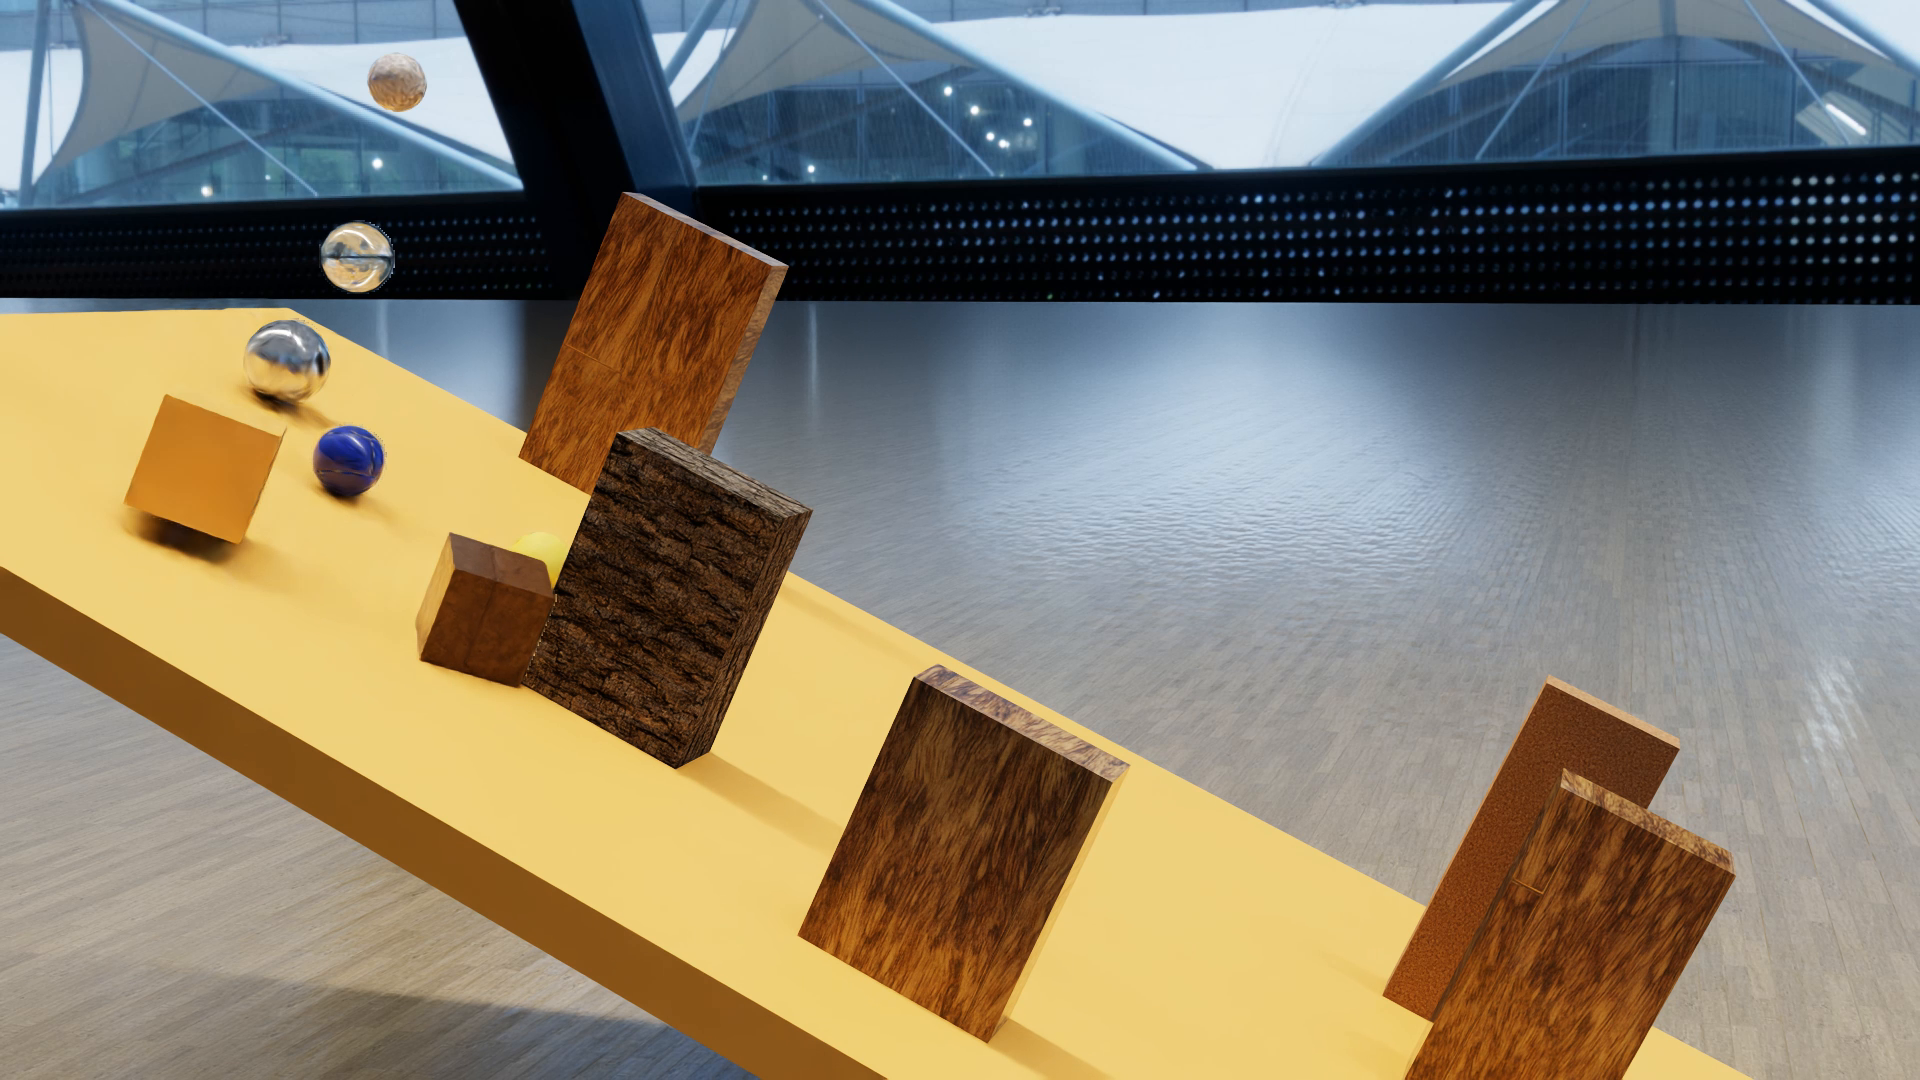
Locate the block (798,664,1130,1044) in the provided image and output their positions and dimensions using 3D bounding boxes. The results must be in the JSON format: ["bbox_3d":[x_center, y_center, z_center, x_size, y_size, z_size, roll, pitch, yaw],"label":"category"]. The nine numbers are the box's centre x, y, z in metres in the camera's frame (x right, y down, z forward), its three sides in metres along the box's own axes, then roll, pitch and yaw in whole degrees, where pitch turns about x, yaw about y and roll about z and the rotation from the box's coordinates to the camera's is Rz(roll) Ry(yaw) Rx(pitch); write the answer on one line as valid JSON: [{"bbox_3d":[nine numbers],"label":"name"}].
[{"bbox_3d":[0.004,0.478,3.378,0.339,0.459,0.121,27,14,12],"label":"block"}]

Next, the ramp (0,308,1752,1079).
[{"bbox_3d":[-0.271,0.464,4.174,4.000,0.100,2.000,27,14,12],"label":"ramp"}]

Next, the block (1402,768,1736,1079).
[{"bbox_3d":[1.049,0.748,3.813,0.314,0.611,0.148,27,14,12],"label":"block"}]

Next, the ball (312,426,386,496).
[{"bbox_3d":[-1.224,-0.159,4.404,0.141,0.141,0.141,0,7,0],"label":"ball"}]

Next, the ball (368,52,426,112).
[{"bbox_3d":[-1.187,-0.965,4.640,0.122,0.122,0.122,0,7,0],"label":"ball"}]

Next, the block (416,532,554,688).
[{"bbox_3d":[-0.843,0.123,3.889,0.180,0.180,0.180,19,14,-22],"label":"block"}]

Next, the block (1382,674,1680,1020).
[{"bbox_3d":[1.078,0.624,4.170,0.263,0.690,0.093,27,14,12],"label":"block"}]

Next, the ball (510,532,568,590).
[{"bbox_3d":[-0.827,0.048,4.323,0.128,0.128,0.128,0,7,0],"label":"ball"}]

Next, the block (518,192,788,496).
[{"bbox_3d":[-0.715,-0.410,5.096,0.403,0.674,0.103,27,14,12],"label":"block"}]

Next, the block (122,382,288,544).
[{"bbox_3d":[-1.321,-0.136,3.865,0.201,0.201,0.201,21,4,-16],"label":"block"}]

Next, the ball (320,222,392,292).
[{"bbox_3d":[-1.204,-0.564,4.390,0.139,0.139,0.139,0,7,0],"label":"ball"}]

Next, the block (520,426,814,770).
[{"bbox_3d":[-0.520,0.098,3.870,0.334,0.490,0.149,27,14,12],"label":"block"}]

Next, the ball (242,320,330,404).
[{"bbox_3d":[-1.463,-0.387,4.781,0.183,0.183,0.183,0,7,0],"label":"ball"}]
